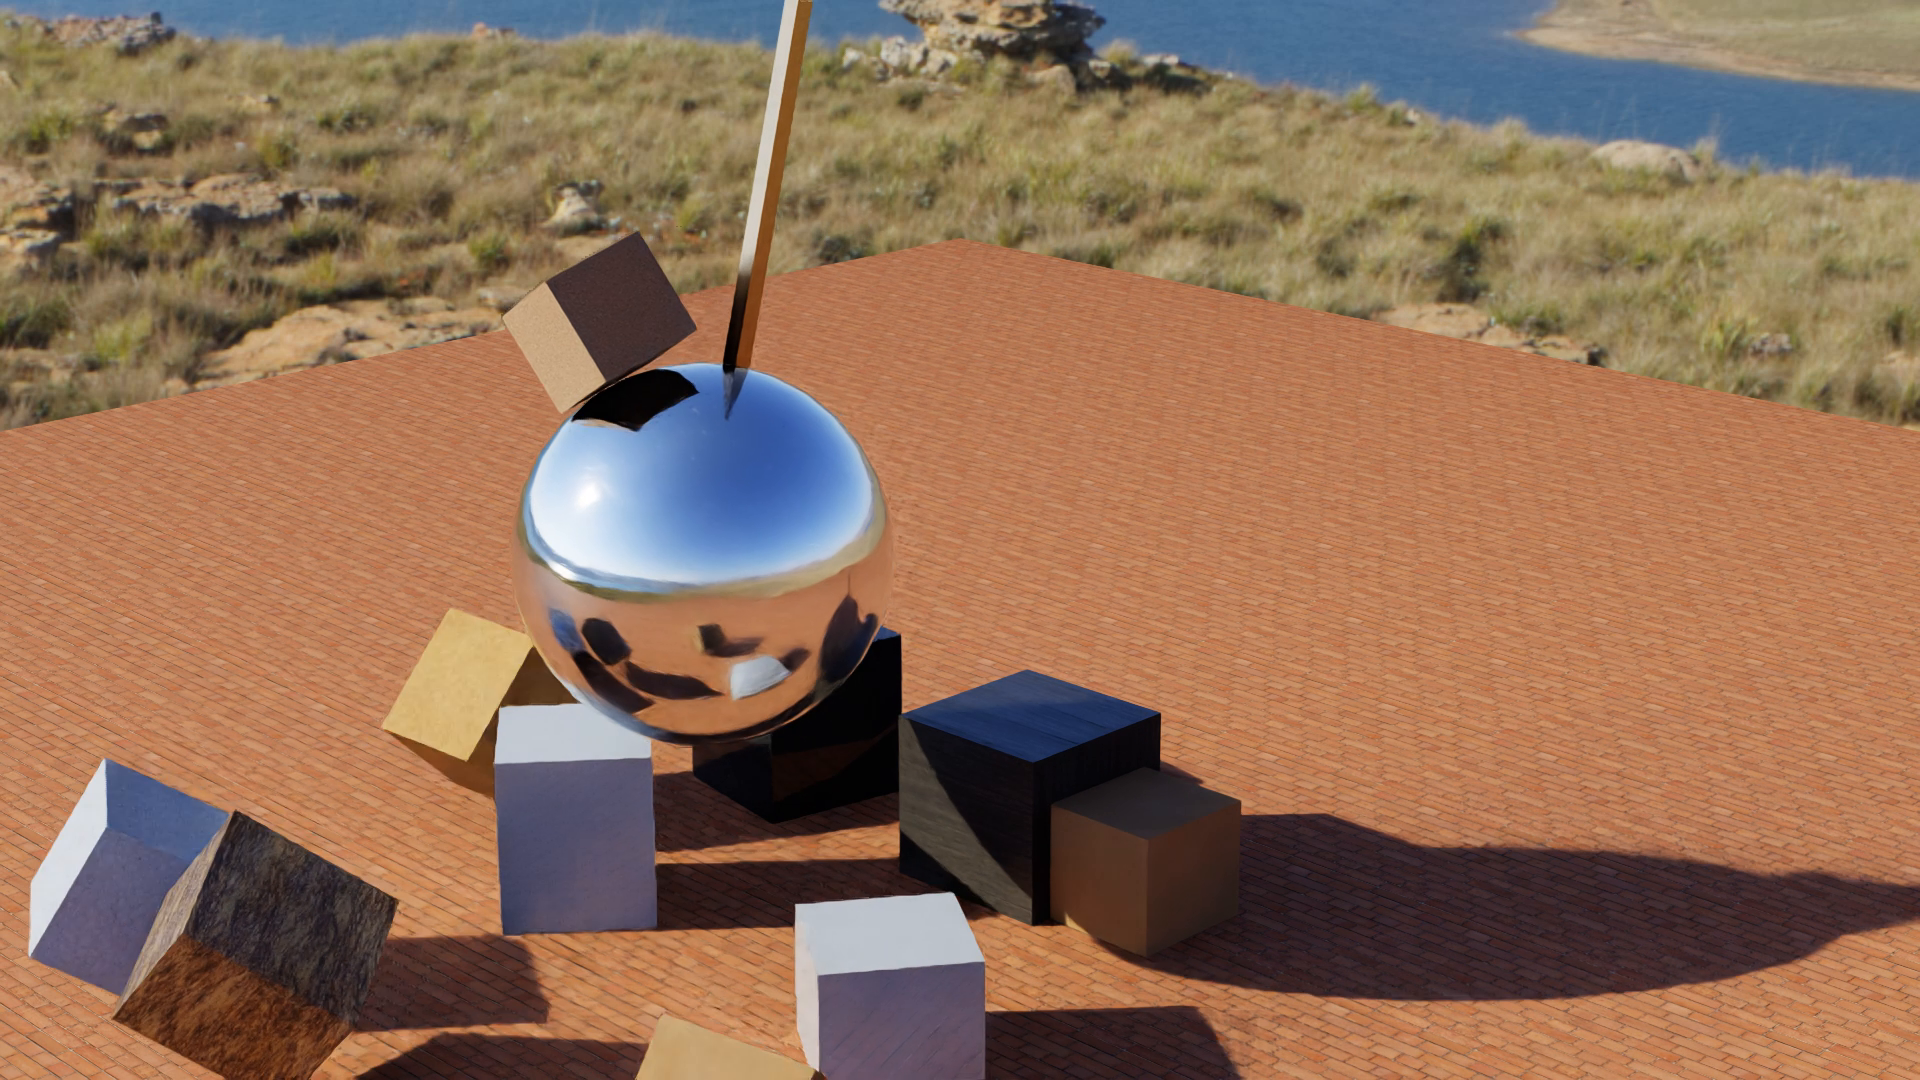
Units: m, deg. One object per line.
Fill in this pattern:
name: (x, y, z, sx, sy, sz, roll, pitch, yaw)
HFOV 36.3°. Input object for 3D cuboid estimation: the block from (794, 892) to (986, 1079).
block: (-0.286, 1.811, 11.675, 0.655, 0.544, 0.658, -3, 18, -10)

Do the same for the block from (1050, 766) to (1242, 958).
block: (0.817, 1.411, 12.943, 0.566, 0.547, 0.620, 17, 24, 42)

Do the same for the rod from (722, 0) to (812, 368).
rod: (-0.464, -3.262, 11.831, 0.080, 5.200, 0.080, 17, 9, 42)

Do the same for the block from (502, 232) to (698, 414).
block: (-1.471, -0.884, 11.959, 0.478, 0.464, 0.508, -33, 5, -31)

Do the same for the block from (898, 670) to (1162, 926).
block: (0.317, 1.156, 13.377, 0.830, 0.774, 0.851, 16, 24, 42)

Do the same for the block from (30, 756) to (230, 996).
block: (-3.376, 1.452, 12.179, 0.713, 0.631, 0.763, 29, 7, -23)

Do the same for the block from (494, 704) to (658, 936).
block: (-1.706, 1.232, 13.080, 0.676, 0.807, 0.695, -2, 18, -6)

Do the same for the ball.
ball: (-1.070, 0.059, 12.239, 1.600, 1.600, 1.600, 0, 17, 0)

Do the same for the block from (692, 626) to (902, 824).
block: (-0.806, 0.818, 14.394, 0.748, 0.808, 0.753, -12, 21, -33)

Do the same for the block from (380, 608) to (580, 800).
block: (-2.216, 0.825, 13.996, 0.580, 0.659, 0.658, 16, -20, 34)

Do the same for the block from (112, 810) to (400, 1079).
block: (-2.708, 1.616, 11.318, 0.737, 0.600, 0.675, 33, 34, -17)

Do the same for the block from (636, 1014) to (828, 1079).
block: (-0.794, 2.062, 10.166, 0.585, 0.562, 0.602, 16, -17, 18)
